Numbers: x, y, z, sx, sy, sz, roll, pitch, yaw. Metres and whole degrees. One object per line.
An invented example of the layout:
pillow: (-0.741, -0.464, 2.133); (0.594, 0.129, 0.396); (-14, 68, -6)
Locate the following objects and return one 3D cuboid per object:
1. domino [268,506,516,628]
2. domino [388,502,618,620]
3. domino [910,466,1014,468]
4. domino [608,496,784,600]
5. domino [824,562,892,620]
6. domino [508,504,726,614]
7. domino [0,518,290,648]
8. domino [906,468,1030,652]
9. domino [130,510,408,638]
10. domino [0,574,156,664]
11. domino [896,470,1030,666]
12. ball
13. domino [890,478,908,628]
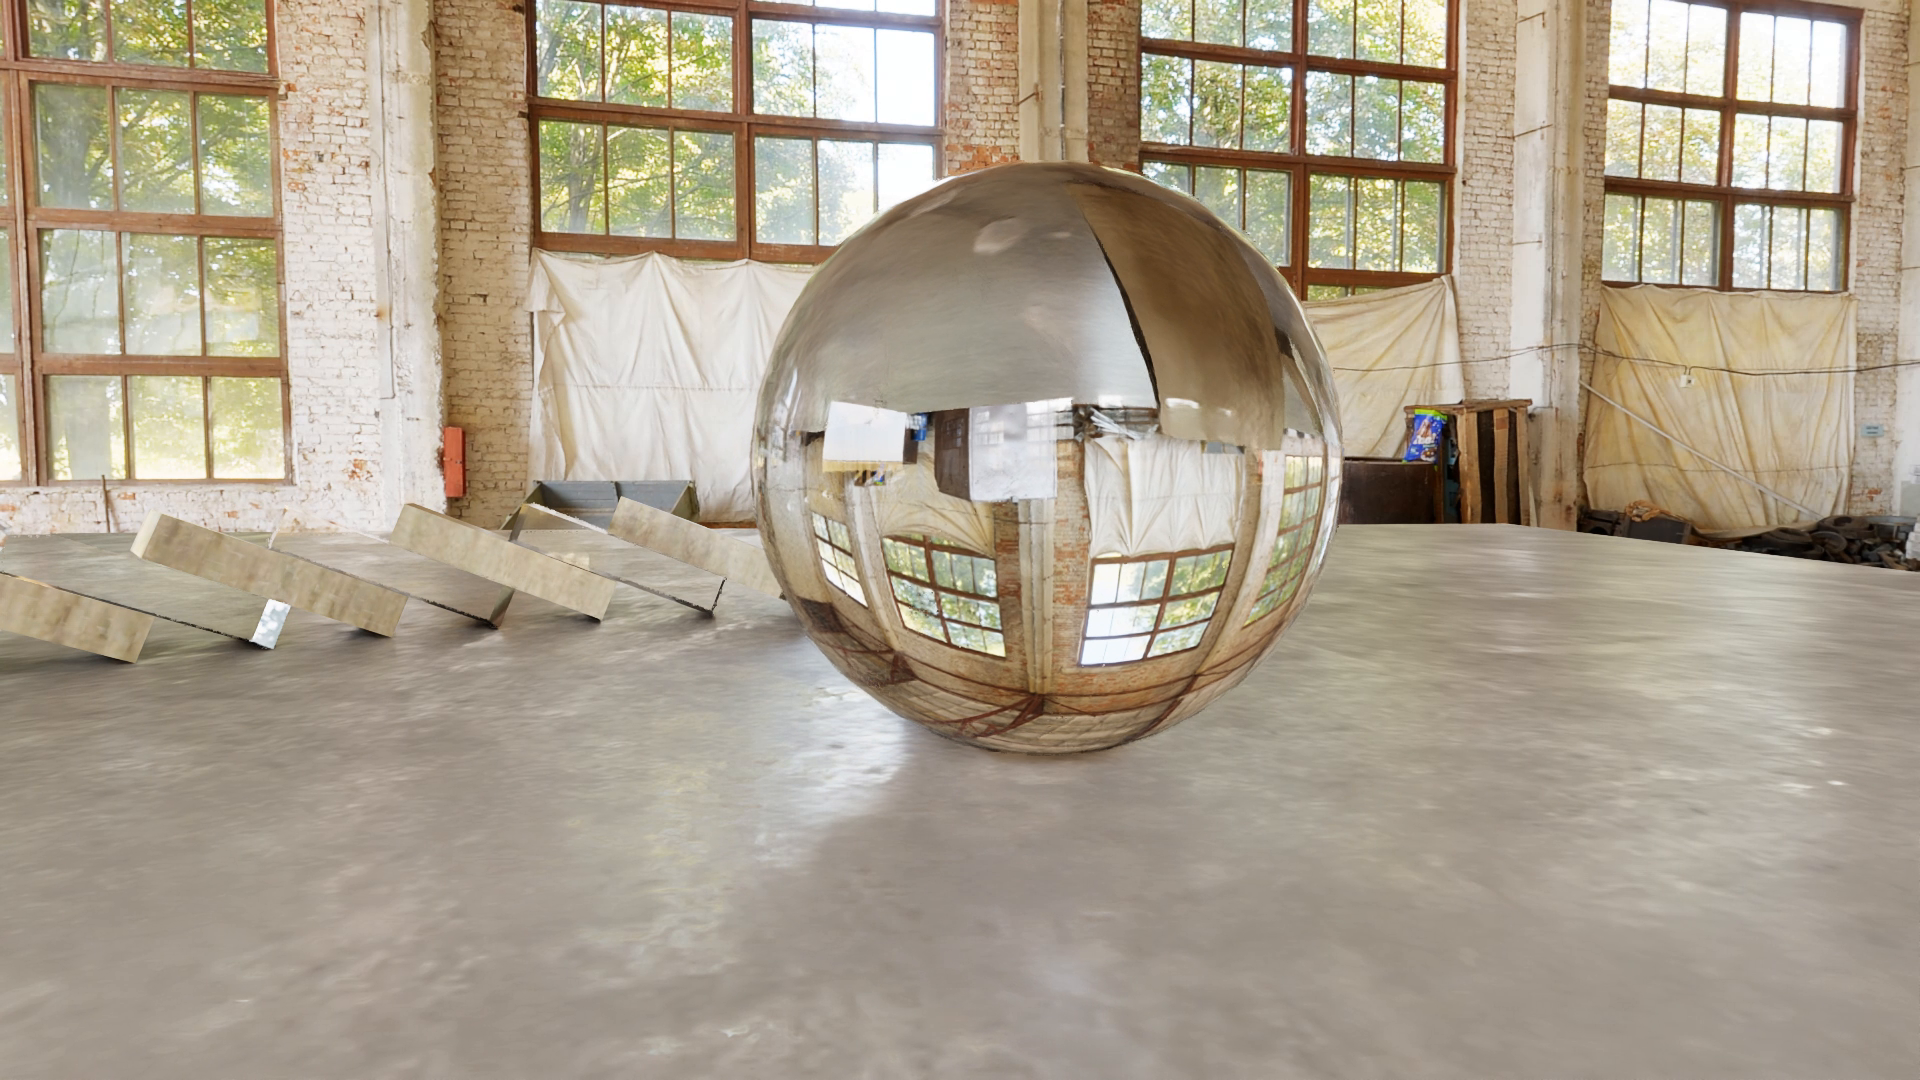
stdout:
domino: (-0.130, 0.006, 0.295); (0.050, 0.009, 0.025); (24, -9, -28)
domino: (-0.109, 0.005, 0.309); (0.050, 0.009, 0.025); (23, -5, -18)
domino: (0.001, 0.002, 0.296); (0.025, 0.010, 0.050); (0, 40, -2)
domino: (-0.061, 0.003, 0.327); (0.050, 0.010, 0.025); (20, -3, 17)
domino: (-0.021, 0.013, 0.336); (0.025, 0.010, 0.050); (-1, 4, -10)
domino: (-0.084, 0.005, 0.317); (0.050, 0.010, 0.025); (21, -3, -11)
domino: (-0.167, 0.009, 0.260); (0.025, 0.009, 0.050); (5, -17, 46)
domino: (0.001, 0.003, 0.280); (0.025, 0.009, 0.050); (0, 40, -2)
domino: (-0.149, 0.007, 0.278); (0.050, 0.010, 0.025); (26, -12, -35)
domino: (-0.184, 0.010, 0.242); (0.025, 0.010, 0.050); (4, -17, 46)
domino: (0.000, 0.004, 0.264); (0.025, 0.010, 0.050); (0, 40, -2)
ball: (0.011, -0.011, 0.177); (0.080, 0.080, 0.080); (0, 4, 0)
domino: (-0.004, 0.002, 0.314); (0.025, 0.009, 0.050); (1, 34, -1)
